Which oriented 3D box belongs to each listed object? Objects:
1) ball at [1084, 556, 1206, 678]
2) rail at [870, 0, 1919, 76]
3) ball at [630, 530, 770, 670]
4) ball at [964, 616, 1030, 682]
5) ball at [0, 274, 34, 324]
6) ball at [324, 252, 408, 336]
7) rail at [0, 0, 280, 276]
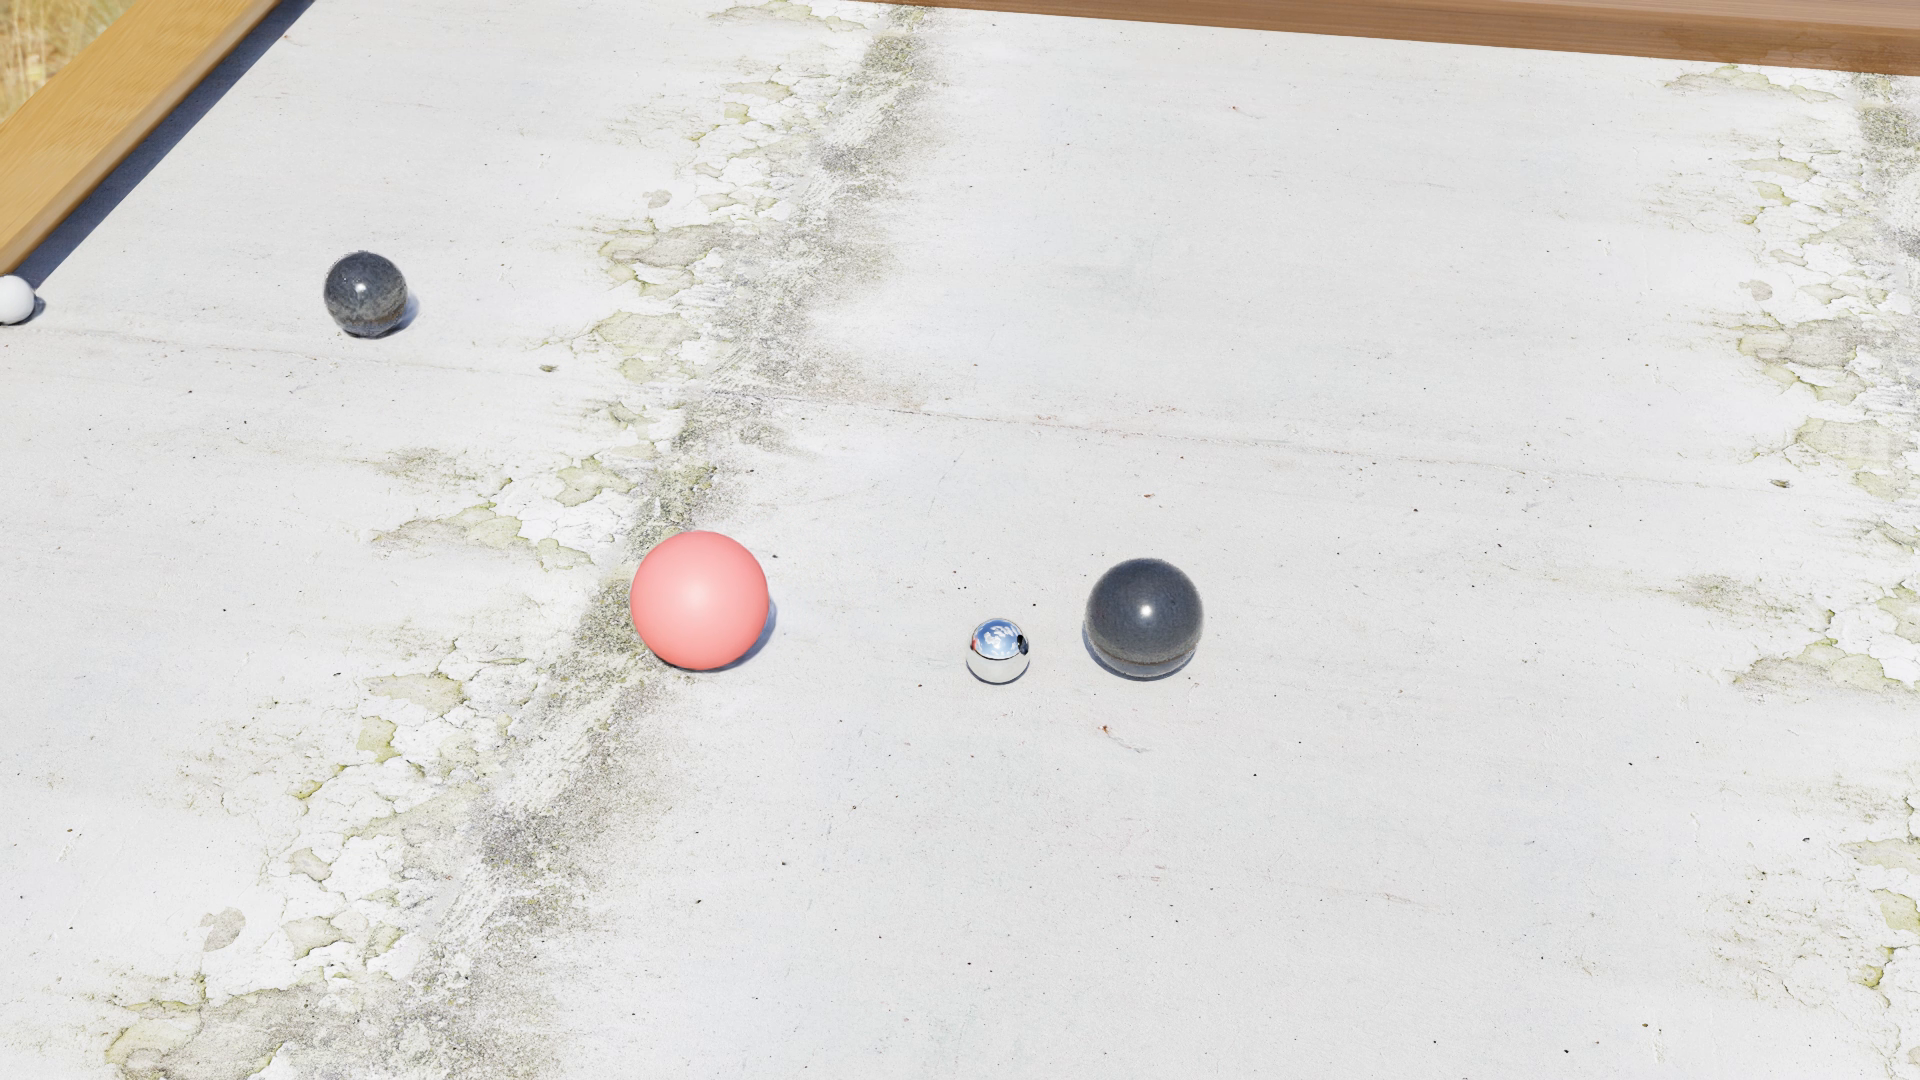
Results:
[{"bbox_3d":[0.129,0.054,1.787,0.084,0.084,0.084,0,35,0],"label":"ball"},{"bbox_3d":[1.077,-0.505,2.555,3.655,0.126,0.045,6,35,8],"label":"rail"},{"bbox_3d":[-0.182,0.042,1.793,0.097,0.097,0.097,0,35,0],"label":"ball"},{"bbox_3d":[0.026,0.076,1.788,0.046,0.046,0.046,0,35,0],"label":"ball"},{"bbox_3d":[-0.816,-0.206,2.200,0.042,0.042,0.042,0,35,0],"label":"ball"},{"bbox_3d":[-0.505,-0.209,2.178,0.070,0.070,0.070,0,35,0],"label":"ball"},{"bbox_3d":[-0.876,-0.113,1.989,0.045,0.126,2.084,6,35,8],"label":"rail"}]
